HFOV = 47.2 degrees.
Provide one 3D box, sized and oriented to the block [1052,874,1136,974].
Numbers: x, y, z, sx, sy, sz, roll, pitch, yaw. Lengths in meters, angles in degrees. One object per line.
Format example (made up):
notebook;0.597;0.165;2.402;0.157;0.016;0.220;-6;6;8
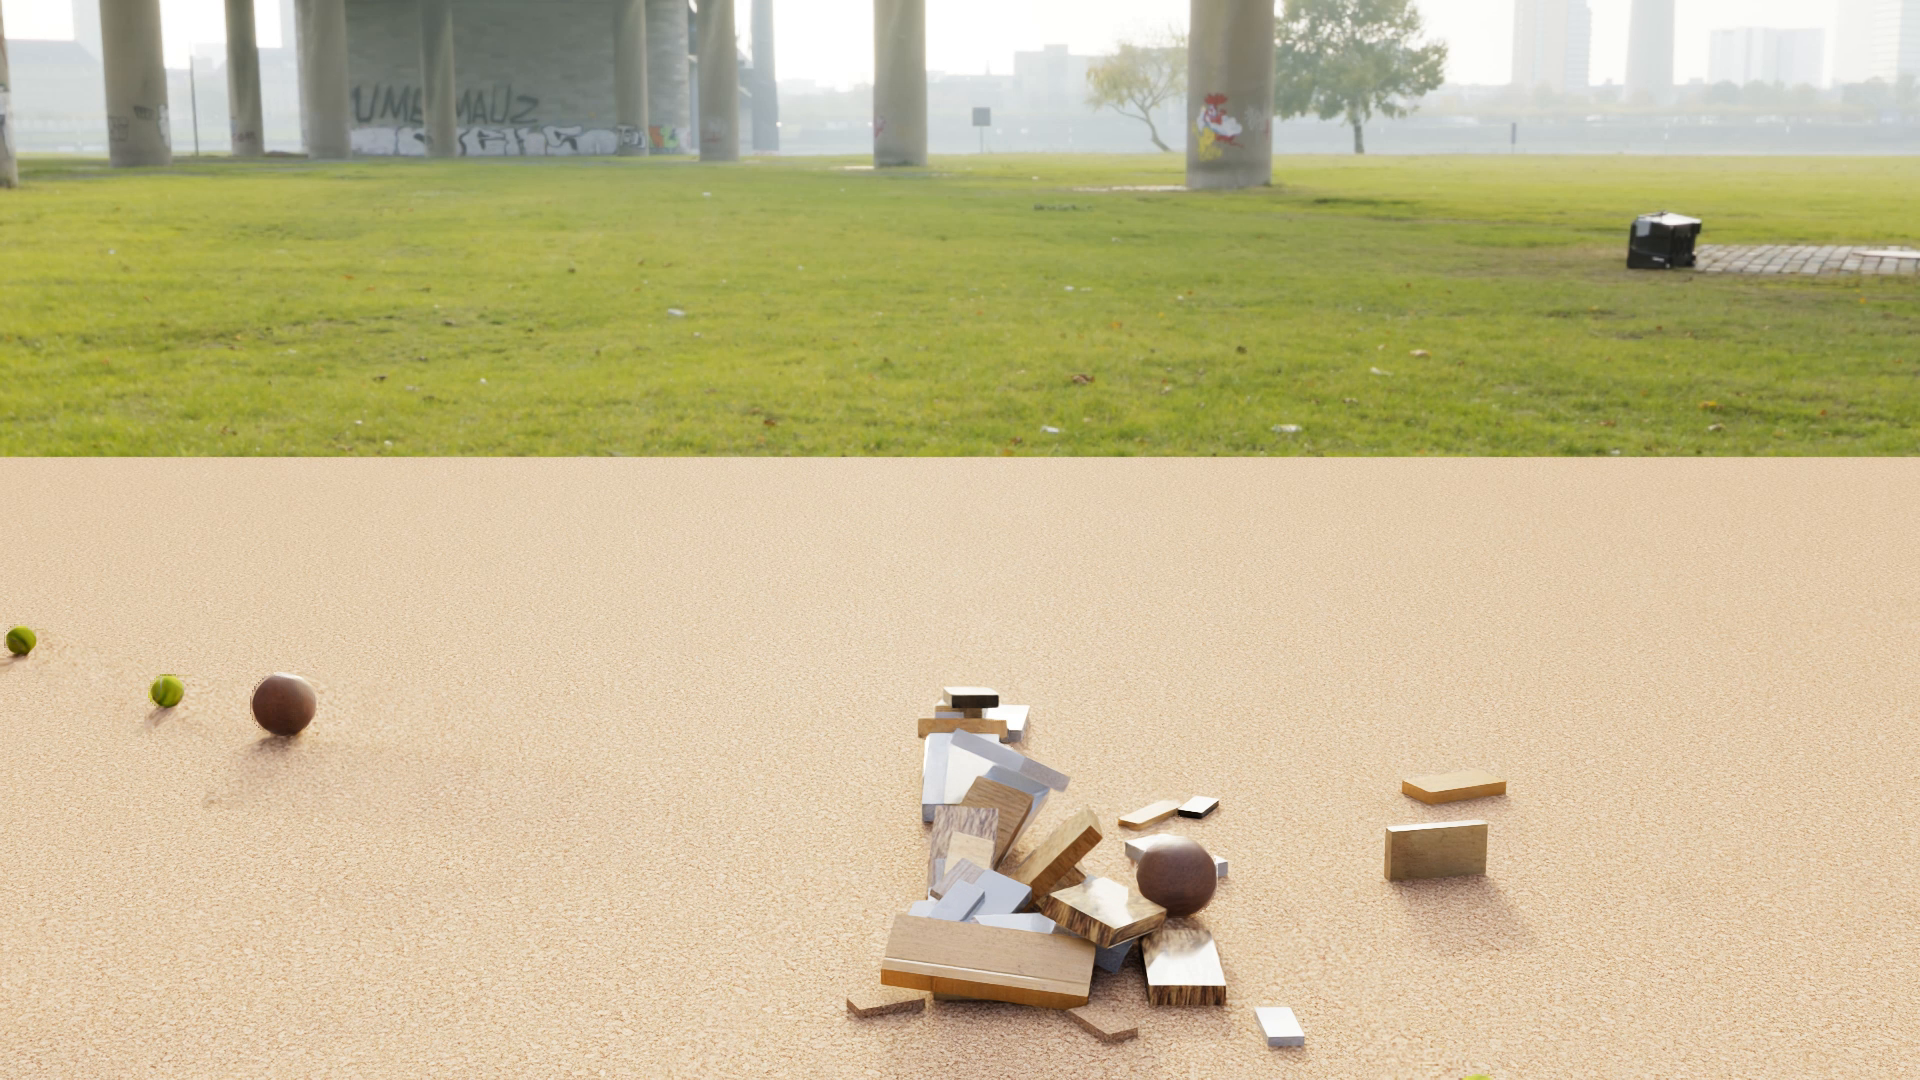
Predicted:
block;0.221;0.596;3.431;0.115;0.033;0.230;25;16;10

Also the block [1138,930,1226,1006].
block;0.332;0.641;3.306;0.111;0.031;0.222;0;11;1

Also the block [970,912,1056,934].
block;0.102;0.606;3.359;0.166;0.023;0.083;6;25;-39

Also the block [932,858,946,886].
block;-0.010;0.572;3.558;0.070;0.020;0.139;0;35;-1

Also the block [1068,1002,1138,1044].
block;0.202;0.685;3.118;0.051;0.015;0.103;-6;12;-29

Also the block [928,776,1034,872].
block;0.038;0.498;3.768;0.107;0.030;0.214;19;39;14

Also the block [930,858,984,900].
block;-0.002;0.545;3.488;0.049;0.014;0.097;28;37;19

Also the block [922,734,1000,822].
block;0.003;0.448;4.163;0.136;0.039;0.272;1;23;2

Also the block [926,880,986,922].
block;-0.006;0.570;3.421;0.049;0.014;0.097;19;38;24

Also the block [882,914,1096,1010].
block;0.044;0.620;3.229;0.302;0.033;0.115;6;35;7

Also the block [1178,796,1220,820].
block;0.447;0.500;4.115;0.047;0.013;0.094;5;12;26

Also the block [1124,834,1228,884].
block;0.373;0.551;3.810;0.089;0.025;0.177;-6;12;-31

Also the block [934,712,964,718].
block;-0.021;0.351;4.404;0.047;0.013;0.094;0;-5;7

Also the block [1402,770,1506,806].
block;0.949;0.474;4.223;0.177;0.025;0.089;-5;12;-24

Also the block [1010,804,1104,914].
block;0.140;0.526;3.542;0.214;0.030;0.107;-45;8;7

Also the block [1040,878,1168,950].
block;0.222;0.566;3.347;0.115;0.033;0.230;24;9;24

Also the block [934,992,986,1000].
block;-0.001;0.631;3.293;0.083;0.023;0.166;-1;22;-3

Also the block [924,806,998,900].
block;0.004;0.529;3.662;0.107;0.030;0.214;3;36;3

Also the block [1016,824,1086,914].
block;0.148;0.547;3.614;0.111;0.031;0.222;-45;8;5

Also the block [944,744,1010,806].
block;0.032;0.447;4.077;0.113;0.032;0.225;1;23;3

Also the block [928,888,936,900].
block;-0.017;0.597;3.470;0.070;0.020;0.139;1;27;0

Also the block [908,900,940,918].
block;-0.062;0.599;3.434;0.049;0.014;0.097;-7;28;24

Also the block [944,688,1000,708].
block;0.022;0.327;4.556;0.097;0.028;0.194;0;0;-5

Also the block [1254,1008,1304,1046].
block;0.451;0.687;3.106;0.051;0.015;0.103;-1;11;-3

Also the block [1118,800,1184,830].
block;0.354;0.509;4.070;0.047;0.013;0.147;8;13;38

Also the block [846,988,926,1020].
block;-0.108;0.671;3.192;0.103;0.015;0.051;-5;12;-24

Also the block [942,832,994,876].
block;0.013;0.524;3.576;0.070;0.020;0.139;15;23;1

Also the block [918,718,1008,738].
block;0.008;0.380;4.445;0.136;0.039;0.272;-1;-5;10

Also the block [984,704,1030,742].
block;0.091;0.389;4.675;0.097;0.028;0.194;1;11;7

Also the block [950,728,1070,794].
block;0.090;0.399;3.982;0.113;0.032;0.225;28;-7;-34

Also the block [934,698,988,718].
block;0.004;0.354;4.627;0.097;0.028;0.194;0;0;4

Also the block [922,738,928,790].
block;-0.002;0.446;4.341;0.136;0.039;0.272;0;11;0

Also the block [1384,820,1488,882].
block;0.812;0.529;3.752;0.177;0.089;0.025;-3;11;-13

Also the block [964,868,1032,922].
block;0.035;0.585;3.434;0.083;0.023;0.166;20;39;25

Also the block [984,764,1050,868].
block;0.058;0.487;3.839;0.112;0.032;0.225;22;39;18
